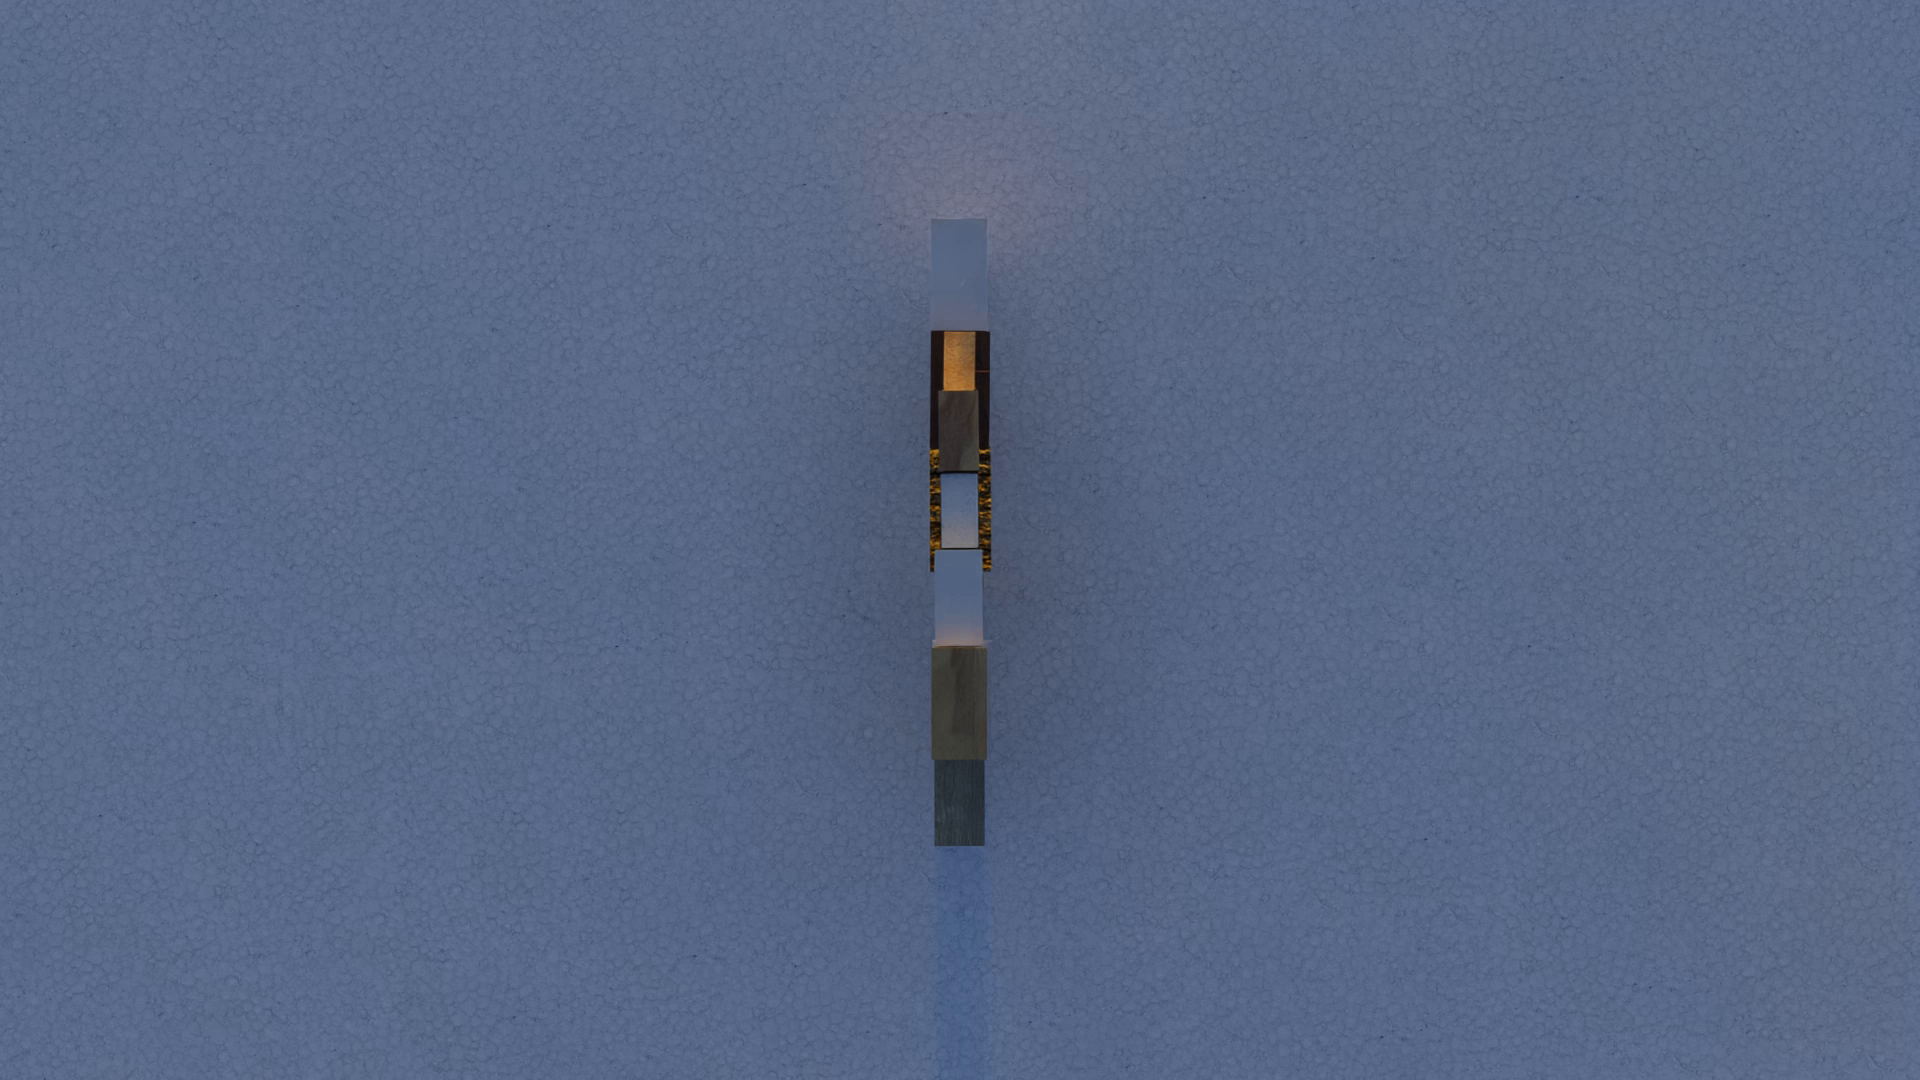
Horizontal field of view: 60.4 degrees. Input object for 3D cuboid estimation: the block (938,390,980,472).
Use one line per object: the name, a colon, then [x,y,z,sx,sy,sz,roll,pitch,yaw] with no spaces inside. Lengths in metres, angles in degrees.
block: [-0.004,-0.300,4.533,0.110,0.031,0.221,-1,90,0]

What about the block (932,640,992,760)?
block: [0.004,0.465,4.800,0.171,0.049,0.343,0,90,0]

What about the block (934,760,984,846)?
block: [-0.001,0.798,5.165,0.157,0.044,0.313,0,90,0]

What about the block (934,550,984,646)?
block: [-0.003,0.156,4.492,0.130,0.037,0.259,-1,90,0]

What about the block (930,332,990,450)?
block: [0.000,-0.442,4.905,0.175,0.050,0.350,1,90,0]

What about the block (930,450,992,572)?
block: [0.001,-0.085,4.794,0.177,0.050,0.354,0,90,0]

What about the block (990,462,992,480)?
block: [0.003,-0.203,4.996,0.177,0.354,0.050,0,90,0]

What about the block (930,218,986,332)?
block: [-0.003,-0.788,4.924,0.167,0.047,0.333,0,90,0]

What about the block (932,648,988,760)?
block: [-0.002,0.441,4.455,0.150,0.042,0.300,0,90,0]

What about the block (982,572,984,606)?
block: [0.001,0.247,5.188,0.146,0.041,0.292,0,90,0]

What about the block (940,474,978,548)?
block: [-0.001,-0.081,4.551,0.102,0.029,0.204,-1,90,0]

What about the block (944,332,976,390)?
block: [-0.002,-0.504,4.691,0.089,0.025,0.177,1,90,0]
